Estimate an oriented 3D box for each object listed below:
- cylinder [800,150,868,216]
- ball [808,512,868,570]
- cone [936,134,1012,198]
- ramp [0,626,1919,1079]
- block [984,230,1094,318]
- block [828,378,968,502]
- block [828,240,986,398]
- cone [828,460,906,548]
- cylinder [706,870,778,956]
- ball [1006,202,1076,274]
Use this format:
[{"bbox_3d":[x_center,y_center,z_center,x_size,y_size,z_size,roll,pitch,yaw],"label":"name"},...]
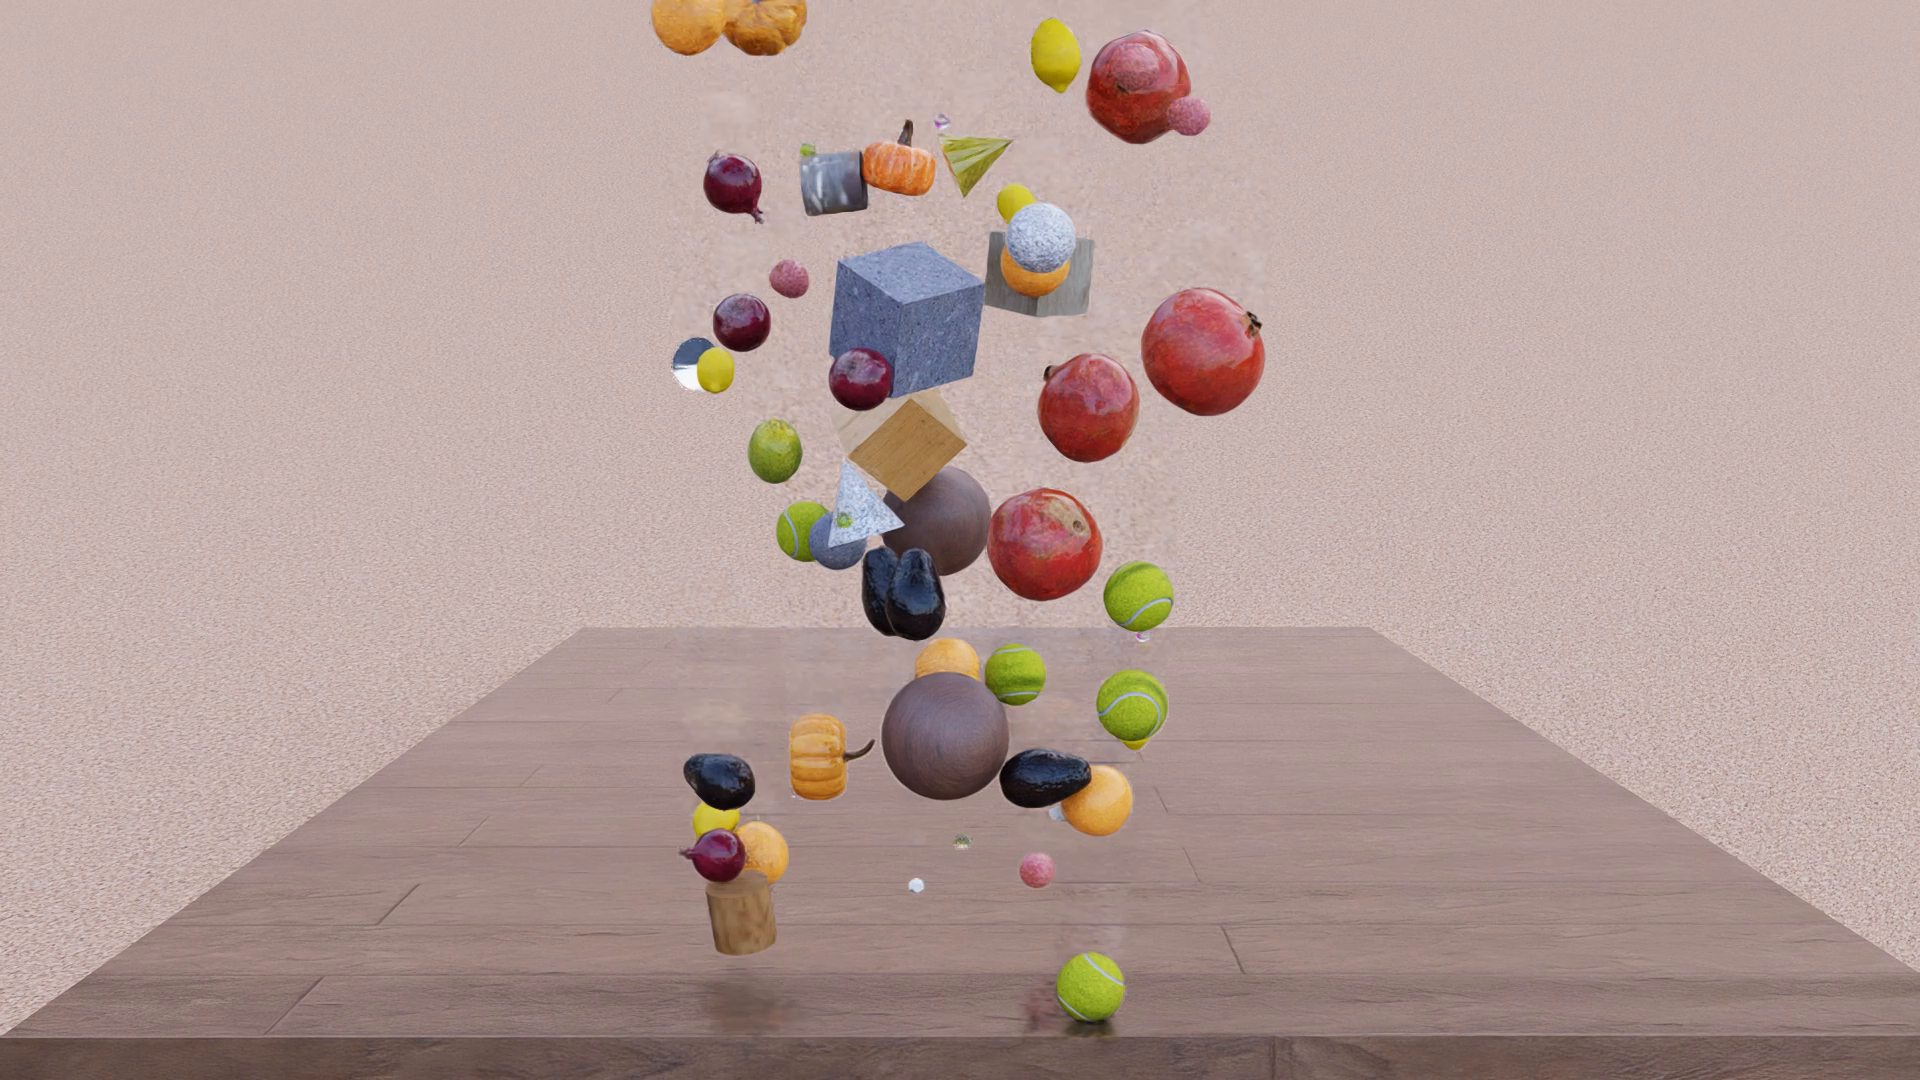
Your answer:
[{"bbox_3d":[-0.131,-0.371,2.669,0.062,0.062,0.062,-5,19,5],"label":"cylinder"},{"bbox_3d":[-0.137,0.000,2.873,0.066,0.066,0.066,0,19,0],"label":"ball"},{"bbox_3d":[0.021,-0.368,2.440,0.066,0.066,0.066,-23,21,0],"label":"cone"},{"bbox_3d":[0.045,0.407,4.538,2.000,0.100,4.000,0,4,0],"label":"ramp"},{"bbox_3d":[0.086,-0.290,2.781,0.081,0.081,0.081,-9,19,-44],"label":"block"},{"bbox_3d":[-0.069,-0.124,2.825,0.095,0.095,0.095,38,16,-35],"label":"block"},{"bbox_3d":[-0.052,-0.211,2.452,0.100,0.100,0.100,-18,40,-36],"label":"block"},{"bbox_3d":[-0.113,-0.046,2.767,0.088,0.088,0.088,-16,2,1],"label":"cone"},{"bbox_3d":[-0.242,0.412,2.842,0.070,0.070,0.070,-7,18,2],"label":"cylinder"},{"bbox_3d":[0.076,-0.283,2.405,0.066,0.066,0.066,0,19,0],"label":"ball"}]
